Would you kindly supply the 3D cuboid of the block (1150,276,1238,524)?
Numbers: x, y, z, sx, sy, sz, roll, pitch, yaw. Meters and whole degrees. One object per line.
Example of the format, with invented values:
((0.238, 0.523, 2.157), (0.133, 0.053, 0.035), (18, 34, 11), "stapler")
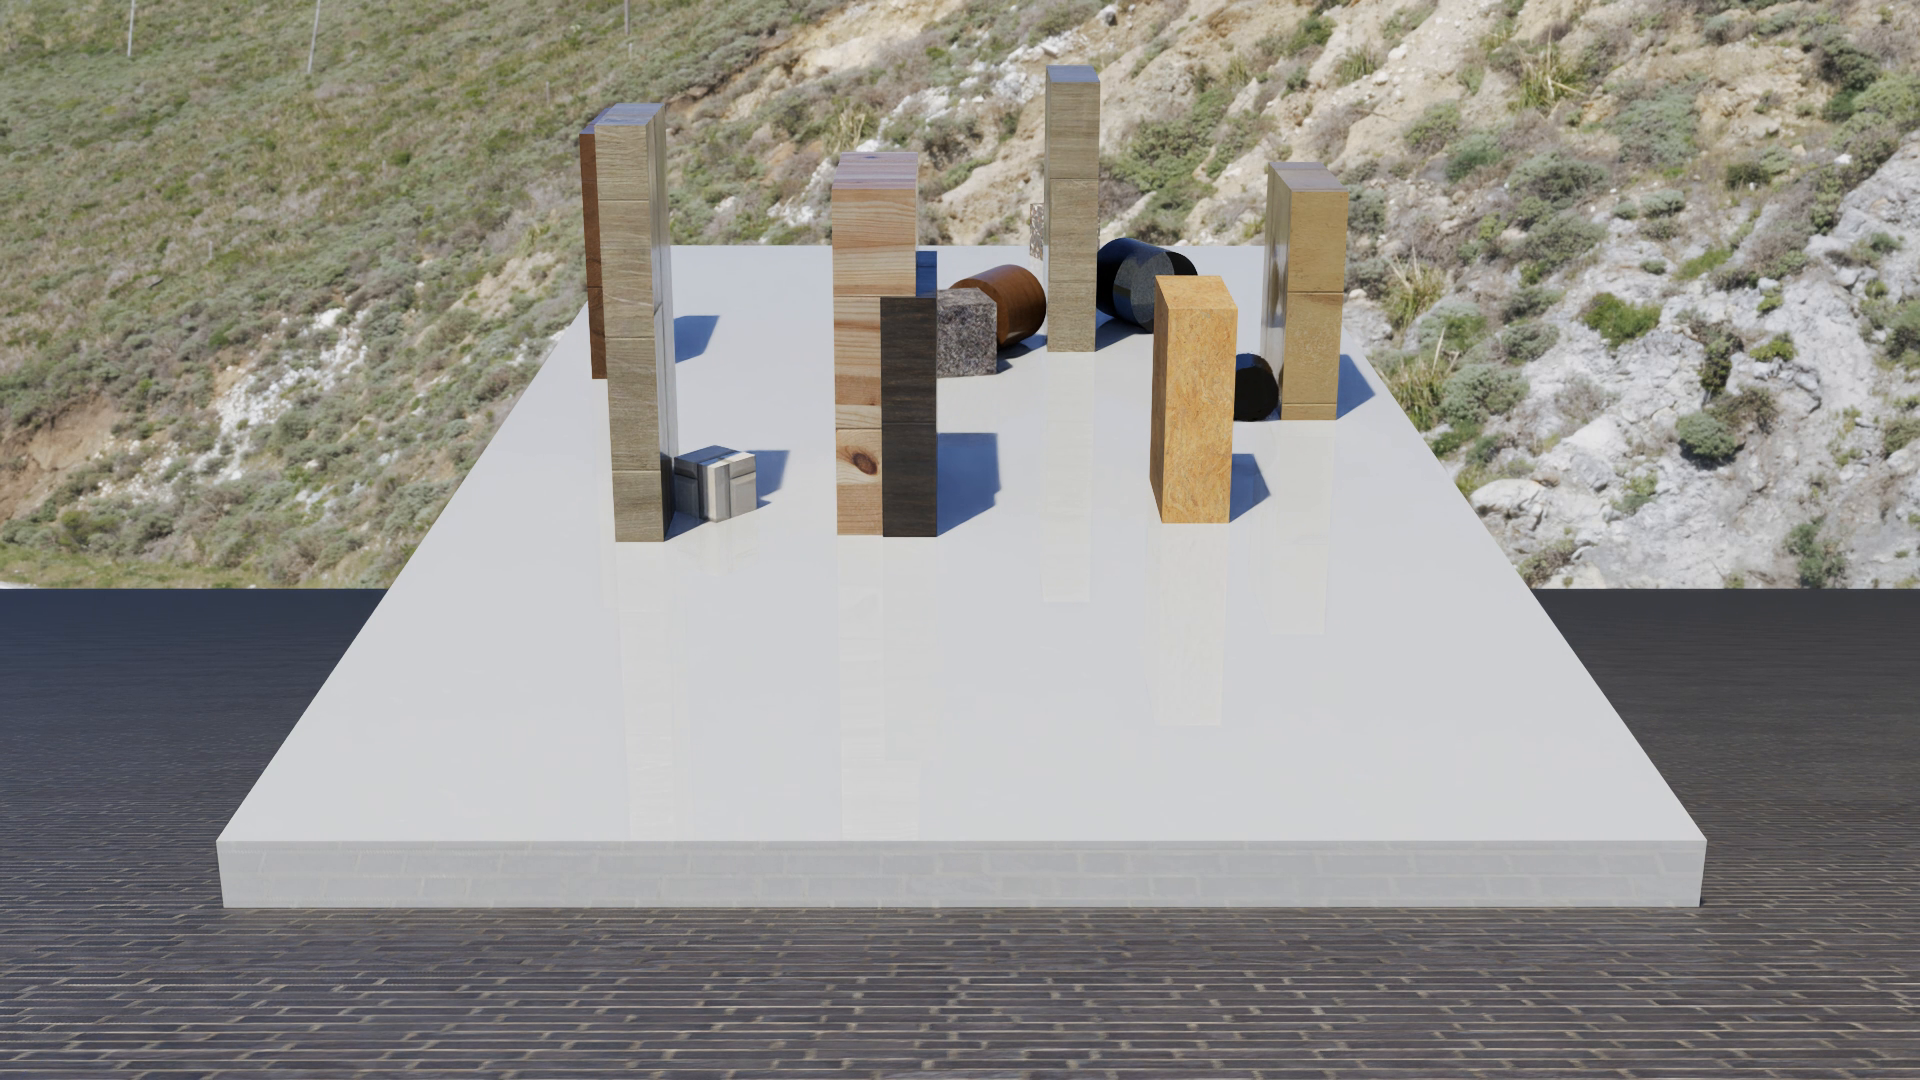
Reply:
((0.449, -0.276, 4.362), (0.128, 0.418, 0.290), (0, 19, 0), "block")

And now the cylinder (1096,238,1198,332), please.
((0.472, -0.658, 5.803), (0.210, 0.210, 0.210), (1, 16, -30), "cylinder")

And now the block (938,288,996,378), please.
((-0.019, -0.495, 5.378), (0.174, 0.174, 0.174), (-5, 19, -14), "block")

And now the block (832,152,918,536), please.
((-0.156, -0.385, 4.315), (0.149, 0.652, 0.419), (0, 19, 0), "block")

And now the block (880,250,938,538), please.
((-0.095, -0.289, 4.337), (0.101, 0.457, 0.421), (0, 19, 0), "block")

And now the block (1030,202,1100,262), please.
((0.308, -0.903, 6.604), (0.154, 0.154, 0.154), (-8, 20, -22), "block")

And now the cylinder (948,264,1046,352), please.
((0.083, -0.568, 5.560), (0.195, 0.195, 0.195), (-1, 16, 31), "cylinder")

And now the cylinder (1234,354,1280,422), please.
((0.641, -0.339, 5.002), (0.125, 0.125, 0.125), (0, 19, 2), "cylinder")

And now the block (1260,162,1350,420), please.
((0.770, -0.567, 5.074), (0.122, 0.508, 0.385), (0, 19, 0), "block")

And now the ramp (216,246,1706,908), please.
((-0.004, -0.196, 4.926), (2.000, 0.100, 4.000), (0, 19, 0), "ramp")

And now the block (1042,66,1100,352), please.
((0.274, -0.829, 5.607), (0.117, 0.659, 0.330), (0, 19, 0), "block")

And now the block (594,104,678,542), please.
((-0.596, -0.405, 4.190), (0.090, 0.771, 0.277), (0, 19, 0), "block")

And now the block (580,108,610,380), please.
((-0.821, -0.719, 5.408), (0.094, 0.576, 0.415), (0, 19, 0), "block")

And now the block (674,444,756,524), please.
((-0.472, -0.109, 4.345), (0.110, 0.110, 0.110), (15, 24, 37), "block")
